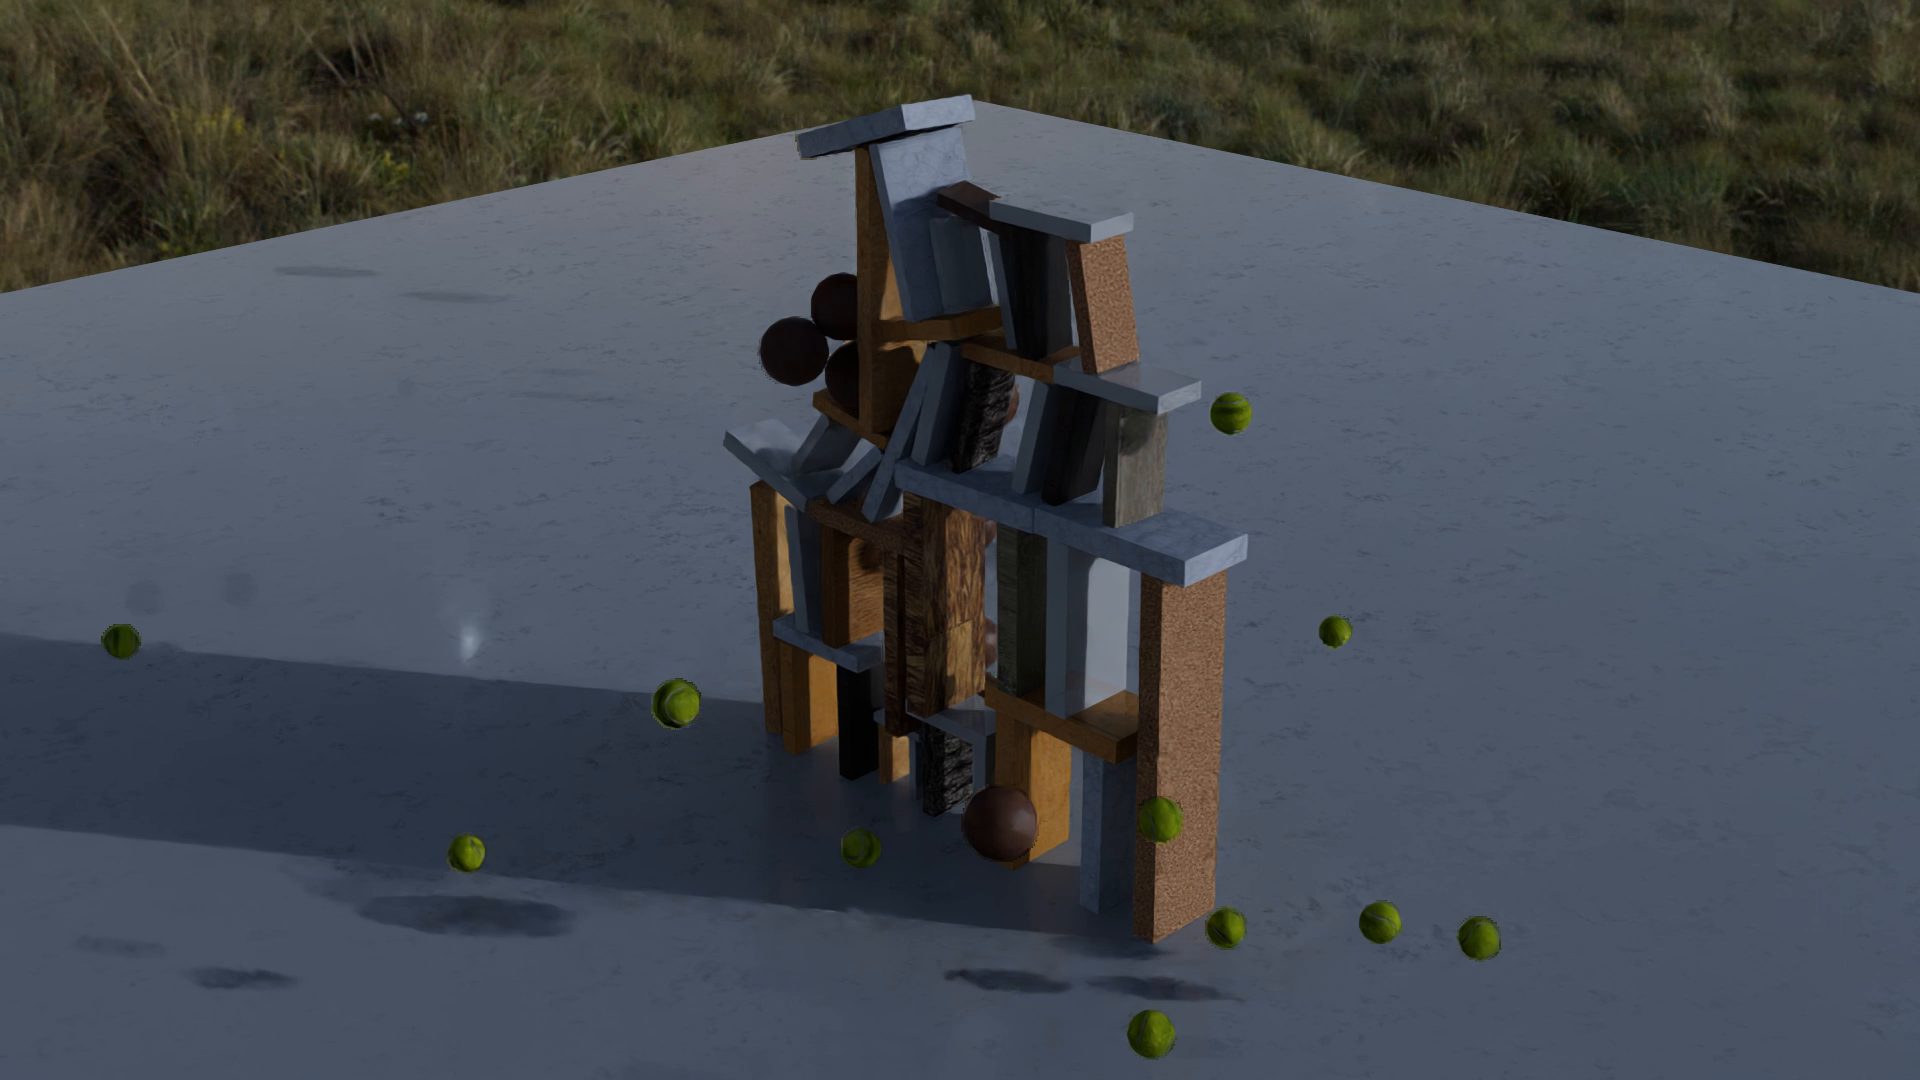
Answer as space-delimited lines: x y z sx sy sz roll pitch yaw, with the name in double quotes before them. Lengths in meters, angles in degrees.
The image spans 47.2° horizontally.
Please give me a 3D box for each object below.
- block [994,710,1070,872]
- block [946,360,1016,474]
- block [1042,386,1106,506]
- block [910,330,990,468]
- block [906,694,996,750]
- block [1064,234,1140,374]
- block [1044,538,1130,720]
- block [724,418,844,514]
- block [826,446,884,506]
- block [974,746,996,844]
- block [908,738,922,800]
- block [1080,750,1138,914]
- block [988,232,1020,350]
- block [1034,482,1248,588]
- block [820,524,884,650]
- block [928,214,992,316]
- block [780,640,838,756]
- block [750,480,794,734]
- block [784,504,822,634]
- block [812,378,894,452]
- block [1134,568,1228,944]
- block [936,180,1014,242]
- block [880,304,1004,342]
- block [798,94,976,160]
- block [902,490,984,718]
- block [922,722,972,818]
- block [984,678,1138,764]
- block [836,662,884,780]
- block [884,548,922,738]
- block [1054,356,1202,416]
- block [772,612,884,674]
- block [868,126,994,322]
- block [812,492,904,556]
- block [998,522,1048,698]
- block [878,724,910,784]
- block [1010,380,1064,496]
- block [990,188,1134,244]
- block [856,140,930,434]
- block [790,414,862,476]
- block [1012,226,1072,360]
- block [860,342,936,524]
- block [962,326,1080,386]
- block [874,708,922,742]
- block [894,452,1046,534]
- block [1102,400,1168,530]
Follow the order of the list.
"block" 0.142 0.458 4.257 0.047 0.331 0.166 20 30 39
"block" 0.042 -0.241 4.059 0.032 0.229 0.114 32 37 28
"block" 0.215 -0.181 3.909 0.033 0.233 0.117 34 38 33
"block" -0.007 -0.270 4.084 0.132 0.265 0.037 -22 48 -40
"block" 0.010 0.344 4.334 0.224 0.032 0.112 21 32 41
"block" 0.246 -0.411 3.771 0.032 0.229 0.114 6 21 45
"block" 0.234 0.138 4.024 0.049 0.346 0.173 21 30 40
"block" -0.353 -0.157 4.550 0.135 0.038 0.270 -18 46 -41
"block" -0.170 -0.142 4.339 0.107 0.030 0.213 -22 -11 -40
"block" 0.077 0.479 4.346 0.032 0.224 0.112 21 31 40
"block" -0.072 0.458 4.504 0.020 0.138 0.069 21 31 41
"block" 0.301 0.519 4.115 0.166 0.331 0.047 -21 31 -41
"block" 0.103 -0.452 3.908 0.024 0.212 0.086 4 21 42
"block" 0.316 -0.012 3.873 0.346 0.049 0.173 21 31 40
"block" -0.219 0.075 4.487 0.038 0.270 0.135 22 31 40
"block" 0.001 -0.494 3.916 0.085 0.171 0.024 -17 18 -22
"block" -0.321 0.317 4.686 0.036 0.256 0.128 20 30 39
"block" -0.382 0.132 4.724 0.038 0.563 0.135 9 23 26
"block" -0.289 0.044 4.553 0.038 0.270 0.135 12 24 42
"block" -0.178 -0.246 4.293 0.107 0.030 0.213 -24 43 -39
"block" 0.394 0.374 3.952 0.173 0.724 0.049 -21 30 -40
"block" 0.052 -0.579 3.874 0.171 0.024 0.085 29 36 21
"block" -0.024 -0.397 4.010 0.132 0.037 0.265 -18 13 -26
"block" -0.137 -0.750 4.000 0.161 0.046 0.321 -18 10 -37
"block" -0.029 0.103 4.265 0.049 0.466 0.172 20 31 39
"block" -0.025 0.437 4.442 0.032 0.224 0.112 21 31 40
"block" 0.221 0.314 4.111 0.166 0.047 0.331 -21 31 -41
"block" -0.194 0.361 4.582 0.128 0.256 0.036 -21 30 -40
"block" -0.089 0.188 4.396 0.038 0.406 0.135 22 31 40
"block" 0.287 -0.273 3.785 0.233 0.033 0.117 21 31 40
"block" -0.256 0.202 4.581 0.257 0.036 0.128 21 30 40
"block" -0.050 -0.568 3.954 0.161 0.321 0.046 -17 14 -20
"block" -0.155 -0.041 4.366 0.270 0.038 0.135 21 31 40
"block" 0.148 0.106 4.101 0.172 0.344 0.049 -22 31 -40
"block" -0.137 0.433 4.564 0.020 0.138 0.069 21 31 41
"block" 0.161 -0.199 3.961 0.032 0.229 0.114 33 38 30
"block" 0.174 -0.558 3.780 0.229 0.032 0.114 20 31 39
"block" -0.113 -0.476 4.123 0.161 0.549 0.046 -17 30 -32
"block" -0.256 -0.202 4.428 0.107 0.213 0.030 -11 68 -29
"block" 0.146 -0.445 3.860 0.032 0.236 0.114 13 26 36
"block" -0.068 -0.214 4.207 0.132 0.434 0.037 -22 58 -41
"block" 0.125 -0.332 3.938 0.229 0.032 0.114 20 31 40
"block" -0.105 0.373 4.504 0.138 0.020 0.069 21 31 40
"block" 0.060 -0.104 4.092 0.344 0.049 0.172 20 30 39
"block" 0.305 -0.145 3.825 0.117 0.233 0.033 -18 30 -36
